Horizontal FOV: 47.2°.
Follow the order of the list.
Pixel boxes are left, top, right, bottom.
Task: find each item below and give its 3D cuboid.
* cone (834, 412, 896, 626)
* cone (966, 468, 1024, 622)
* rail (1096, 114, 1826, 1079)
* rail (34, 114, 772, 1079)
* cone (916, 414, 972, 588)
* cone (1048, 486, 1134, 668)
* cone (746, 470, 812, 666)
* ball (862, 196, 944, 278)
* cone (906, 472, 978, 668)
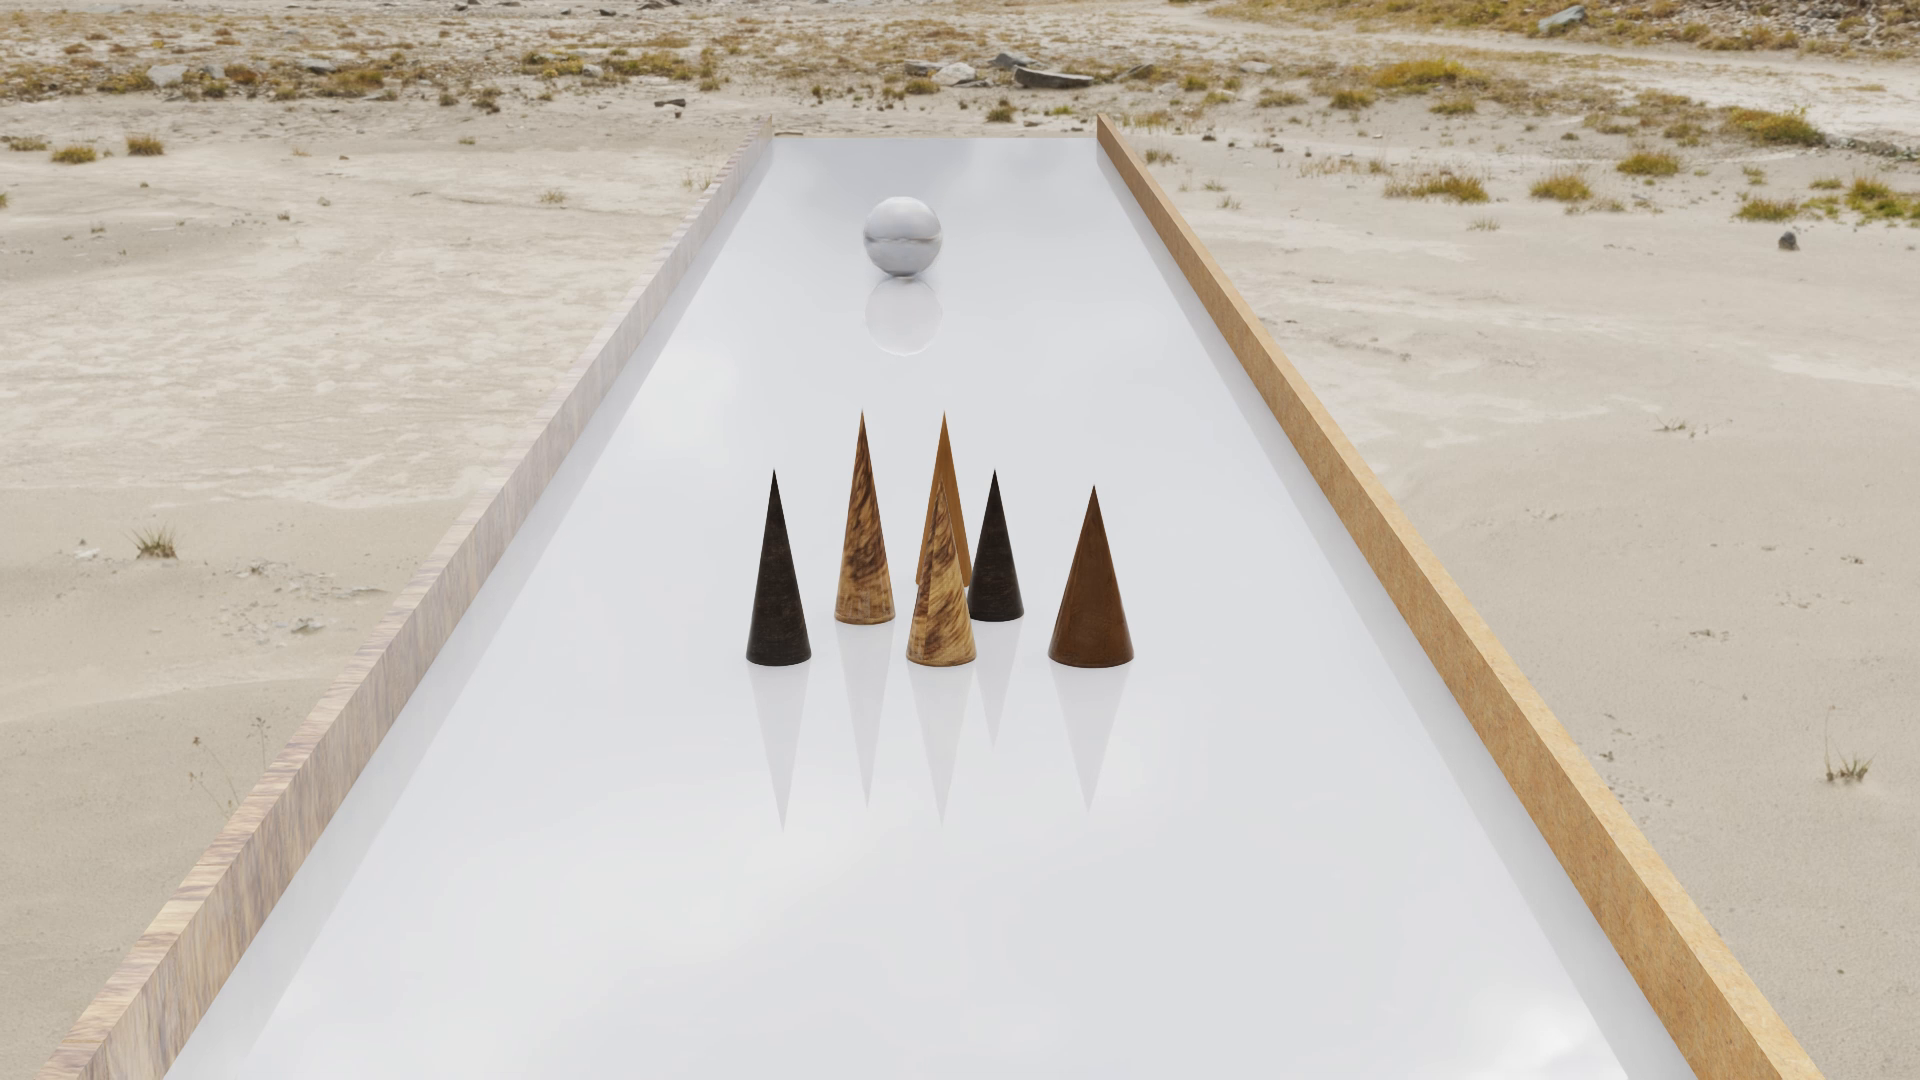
[{"bbox_3d":[-0.203,-0.058,4.622,0.133,0.456,0.133,0,17,0],"label":"cone"},{"bbox_3d":[0.073,0.000,4.661,0.131,0.322,0.131,0,17,0],"label":"cone"},{"bbox_3d":[0.932,-0.844,7.801,0.050,0.150,12.000,0,17,-1],"label":"rail"},{"bbox_3d":[-1.118,-0.838,7.780,0.050,0.150,12.000,0,17,-1],"label":"rail"},{"bbox_3d":[-0.034,-0.097,4.863,0.132,0.392,0.132,0,17,0],"label":"cone"},{"bbox_3d":[0.265,0.058,4.403,0.178,0.358,0.178,0,17,0],"label":"cone"},{"bbox_3d":[-0.366,0.043,4.387,0.134,0.396,0.134,0,17,0],"label":"cone"},{"bbox_3d":[-0.226,-1.201,8.707,0.318,0.318,0.318,0,17,0],"label":"ball"},{"bbox_3d":[-0.037,0.049,4.392,0.146,0.383,0.146,0,17,0],"label":"cone"}]
